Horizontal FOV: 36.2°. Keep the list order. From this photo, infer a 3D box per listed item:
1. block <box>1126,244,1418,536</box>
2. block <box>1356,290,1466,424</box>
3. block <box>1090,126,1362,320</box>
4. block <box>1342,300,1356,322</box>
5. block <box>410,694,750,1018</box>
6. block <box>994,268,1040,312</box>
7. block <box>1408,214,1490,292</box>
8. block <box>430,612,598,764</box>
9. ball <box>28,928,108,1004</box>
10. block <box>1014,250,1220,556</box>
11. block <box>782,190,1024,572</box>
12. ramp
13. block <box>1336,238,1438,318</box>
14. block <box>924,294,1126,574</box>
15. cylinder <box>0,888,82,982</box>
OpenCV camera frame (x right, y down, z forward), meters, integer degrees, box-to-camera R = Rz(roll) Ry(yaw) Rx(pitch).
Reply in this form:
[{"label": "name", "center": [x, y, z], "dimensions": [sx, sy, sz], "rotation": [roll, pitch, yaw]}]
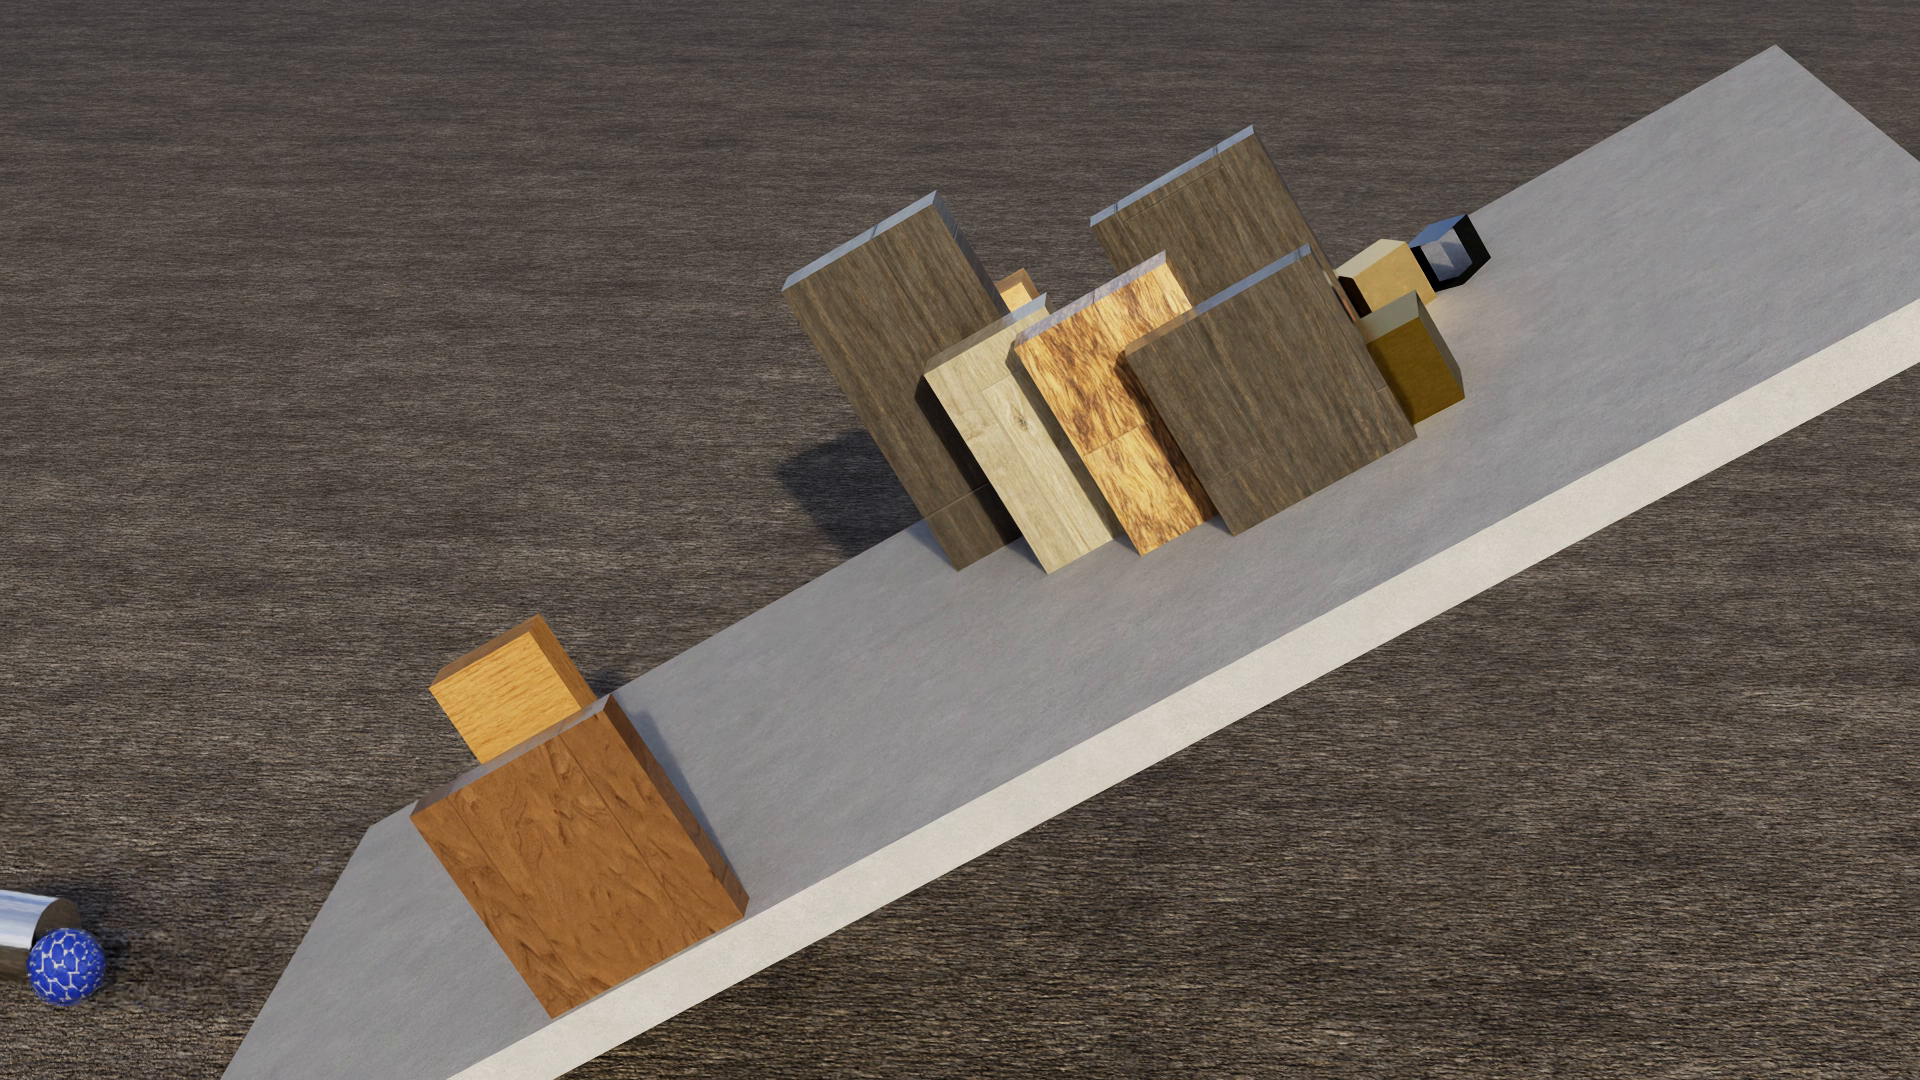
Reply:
[{"label": "block", "center": [0.610, -0.292, 5.773], "dimensions": [0.410, 0.429, 0.083], "rotation": [-29, 15, 12]}, {"label": "block", "center": [0.874, -0.348, 5.884], "dimensions": [0.192, 0.192, 0.192], "rotation": [-28, 15, 16]}, {"label": "block", "center": [0.601, -0.575, 6.494], "dimensions": [0.408, 0.539, 0.099], "rotation": [-29, 15, 12]}, {"label": "block", "center": [0.739, -0.368, 6.222], "dimensions": [0.185, 0.185, 0.185], "rotation": [-10, 26, 50]}, {"label": "block", "center": [-0.708, 0.594, 5.494], "dimensions": [0.433, 0.479, 0.084], "rotation": [-29, 15, 12]}, {"label": "block", "center": [0.085, -0.348, 7.019], "dimensions": [0.409, 0.437, 0.144], "rotation": [-29, 15, 12]}, {"label": "block", "center": [1.082, -0.636, 6.545], "dimensions": [0.116, 0.116, 0.116], "rotation": [-42, 17, -33]}, {"label": "block", "center": [-0.792, 0.458, 5.901], "dimensions": [0.240, 0.584, 0.105], "rotation": [-29, 15, 12]}, {"label": "ball", "center": [-2.090, 0.997, 6.887], "dimensions": [0.179, 0.179, 0.179], "rotation": [0, 19, 0]}, {"label": "block", "center": [0.394, -0.277, 6.002], "dimensions": [0.351, 0.512, 0.110], "rotation": [-29, 15, 12]}, {"label": "block", "center": [-0.029, -0.354, 6.630], "dimensions": [0.394, 0.759, 0.140], "rotation": [-29, 15, 12]}, {"label": "ramp", "center": [0.142, 0.168, 6.287], "dimensions": [4.000, 0.100, 2.000], "rotation": [-29, 15, 12]}, {"label": "block", "center": [0.941, -0.566, 6.549], "dimensions": [0.146, 0.146, 0.146], "rotation": [-34, 15, -7]}, {"label": "block", "center": [0.185, -0.225, 6.258], "dimensions": [0.295, 0.513, 0.117], "rotation": [-29, 15, 12]}, {"label": "cylinder", "center": [-2.245, 0.944, 7.021], "dimensions": [0.206, 0.206, 0.206], "rotation": [6, 20, 17]}]
